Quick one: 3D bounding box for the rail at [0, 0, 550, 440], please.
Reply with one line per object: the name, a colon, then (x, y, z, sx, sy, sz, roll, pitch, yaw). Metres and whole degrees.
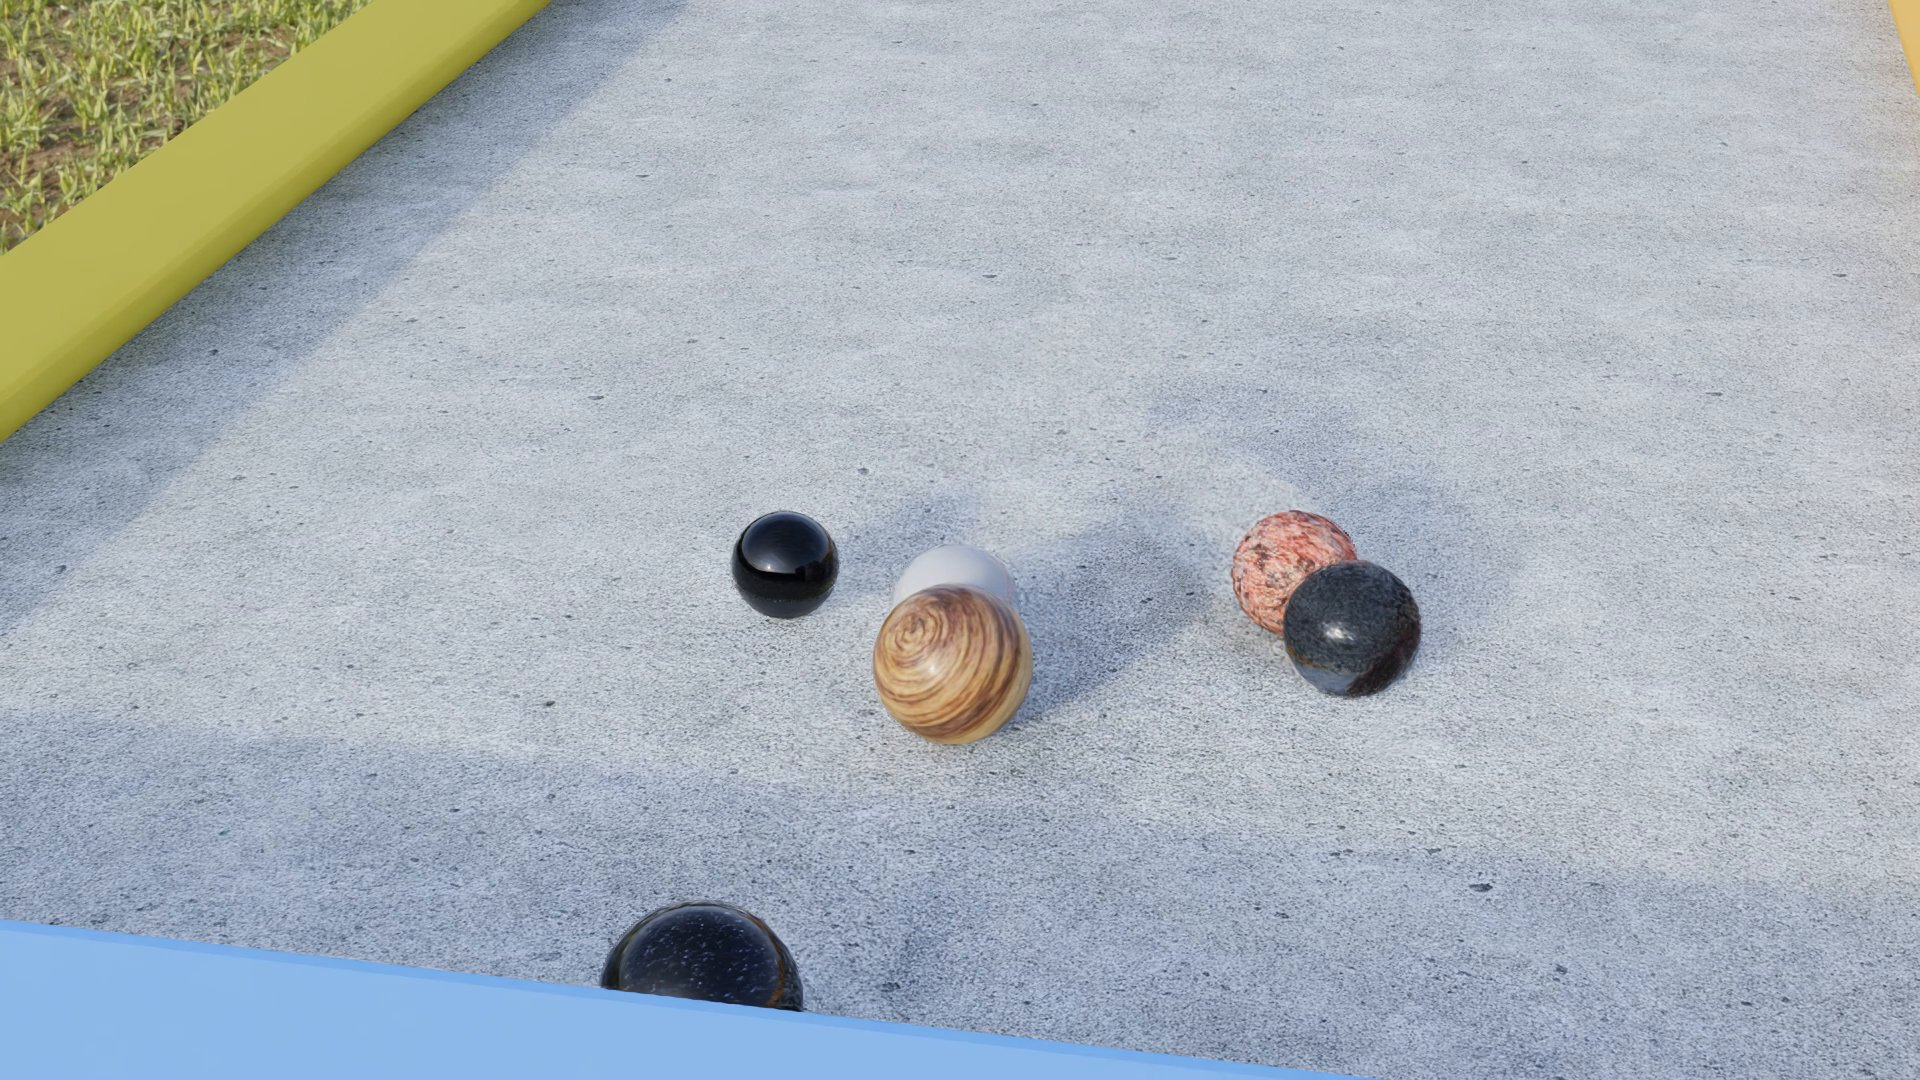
rail: (-0.563, -0.365, 2.604, 0.045, 0.128, 2.679, 5, 26, 10)

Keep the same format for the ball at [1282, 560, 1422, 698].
ball: (0.236, 0.053, 1.773, 0.083, 0.083, 0.083, 0, 25, 0)

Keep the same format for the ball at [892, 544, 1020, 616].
ball: (-0.002, 0.041, 1.803, 0.079, 0.079, 0.079, 0, 25, 0)

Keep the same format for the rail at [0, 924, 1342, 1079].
rail: (-0.127, 0.246, 1.311, 1.464, 0.128, 0.045, 5, 26, 10)

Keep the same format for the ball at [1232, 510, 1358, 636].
ball: (0.210, 0.021, 1.845, 0.079, 0.079, 0.079, 0, 25, 0)

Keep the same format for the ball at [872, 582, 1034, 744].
ball: (-0.004, 0.072, 1.720, 0.094, 0.094, 0.094, 0, 25, 0)

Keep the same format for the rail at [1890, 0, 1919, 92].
rail: (0.826, -0.246, 2.352, 0.045, 0.128, 2.679, 5, 26, 10)

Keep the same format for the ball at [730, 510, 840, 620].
ball: (-0.111, 0.016, 1.869, 0.069, 0.069, 0.069, 0, 25, 0)

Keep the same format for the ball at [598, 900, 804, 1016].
ball: (-0.123, 0.221, 1.400, 0.098, 0.098, 0.098, 0, 25, 0)
